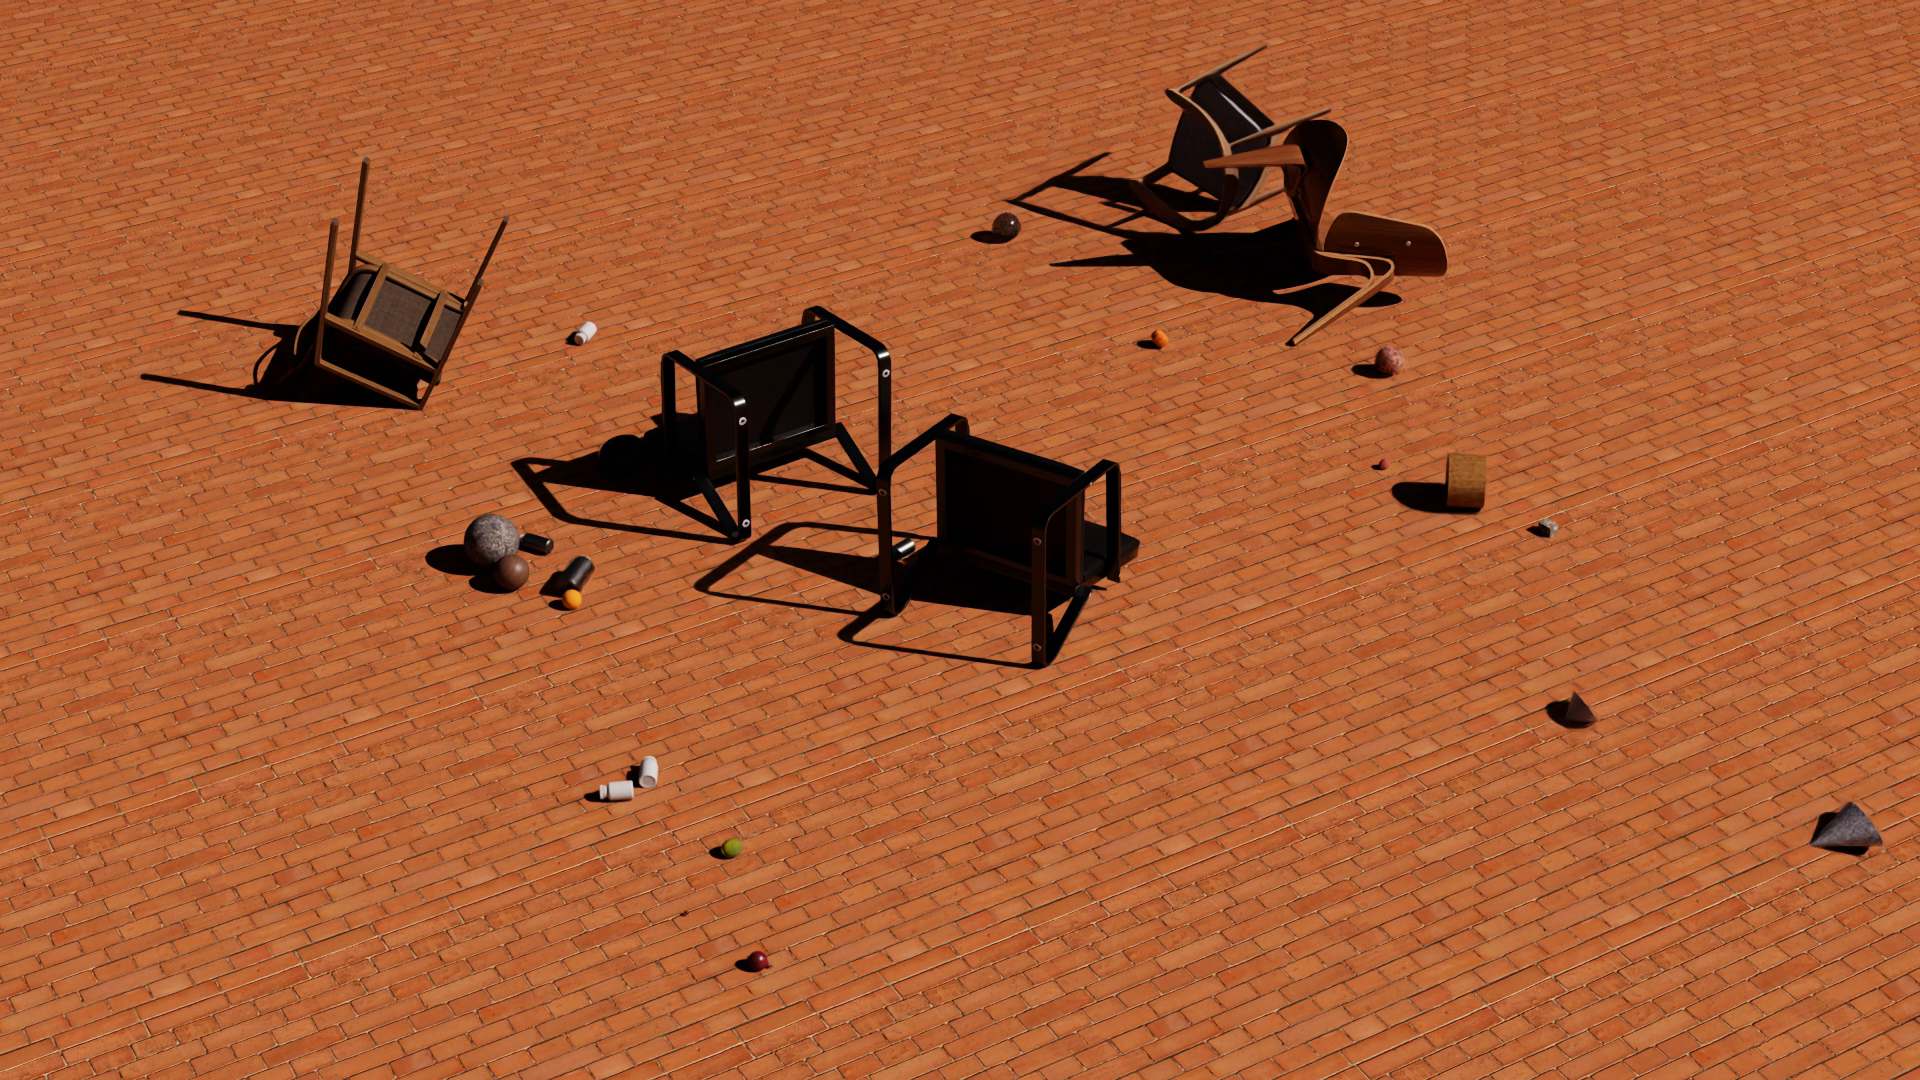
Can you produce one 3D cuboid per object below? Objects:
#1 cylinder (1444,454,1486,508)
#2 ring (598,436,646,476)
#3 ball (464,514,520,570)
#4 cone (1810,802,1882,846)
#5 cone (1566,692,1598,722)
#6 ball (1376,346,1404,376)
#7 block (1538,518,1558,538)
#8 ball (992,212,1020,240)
[{"bbox_3d":[1.917,-0.222,11.119,0.139,0.169,0.213,3,61,5],"label":"cylinder"},{"bbox_3d":[-1.308,-0.326,11.351,0.177,0.099,0.228,10,34,17],"label":"ring"},{"bbox_3d":[-1.717,0.005,10.752,0.203,0.203,0.203,0,33,0],"label":"ball"},{"bbox_3d":[2.827,0.950,9.454,0.197,0.103,0.239,-21,27,-3],"label":"cone"},{"bbox_3d":[2.099,0.592,10.004,0.087,0.104,0.177,-36,26,4],"label":"cone"},{"bbox_3d":[1.750,-0.730,11.947,0.116,0.116,0.116,0,33,0],"label":"ball"},{"bbox_3d":[2.201,-0.044,10.974,0.043,0.041,0.060,-24,40,-32],"label":"block"},{"bbox_3d":[0.204,-1.382,12.930,0.123,0.123,0.123,0,33,0],"label":"ball"}]
